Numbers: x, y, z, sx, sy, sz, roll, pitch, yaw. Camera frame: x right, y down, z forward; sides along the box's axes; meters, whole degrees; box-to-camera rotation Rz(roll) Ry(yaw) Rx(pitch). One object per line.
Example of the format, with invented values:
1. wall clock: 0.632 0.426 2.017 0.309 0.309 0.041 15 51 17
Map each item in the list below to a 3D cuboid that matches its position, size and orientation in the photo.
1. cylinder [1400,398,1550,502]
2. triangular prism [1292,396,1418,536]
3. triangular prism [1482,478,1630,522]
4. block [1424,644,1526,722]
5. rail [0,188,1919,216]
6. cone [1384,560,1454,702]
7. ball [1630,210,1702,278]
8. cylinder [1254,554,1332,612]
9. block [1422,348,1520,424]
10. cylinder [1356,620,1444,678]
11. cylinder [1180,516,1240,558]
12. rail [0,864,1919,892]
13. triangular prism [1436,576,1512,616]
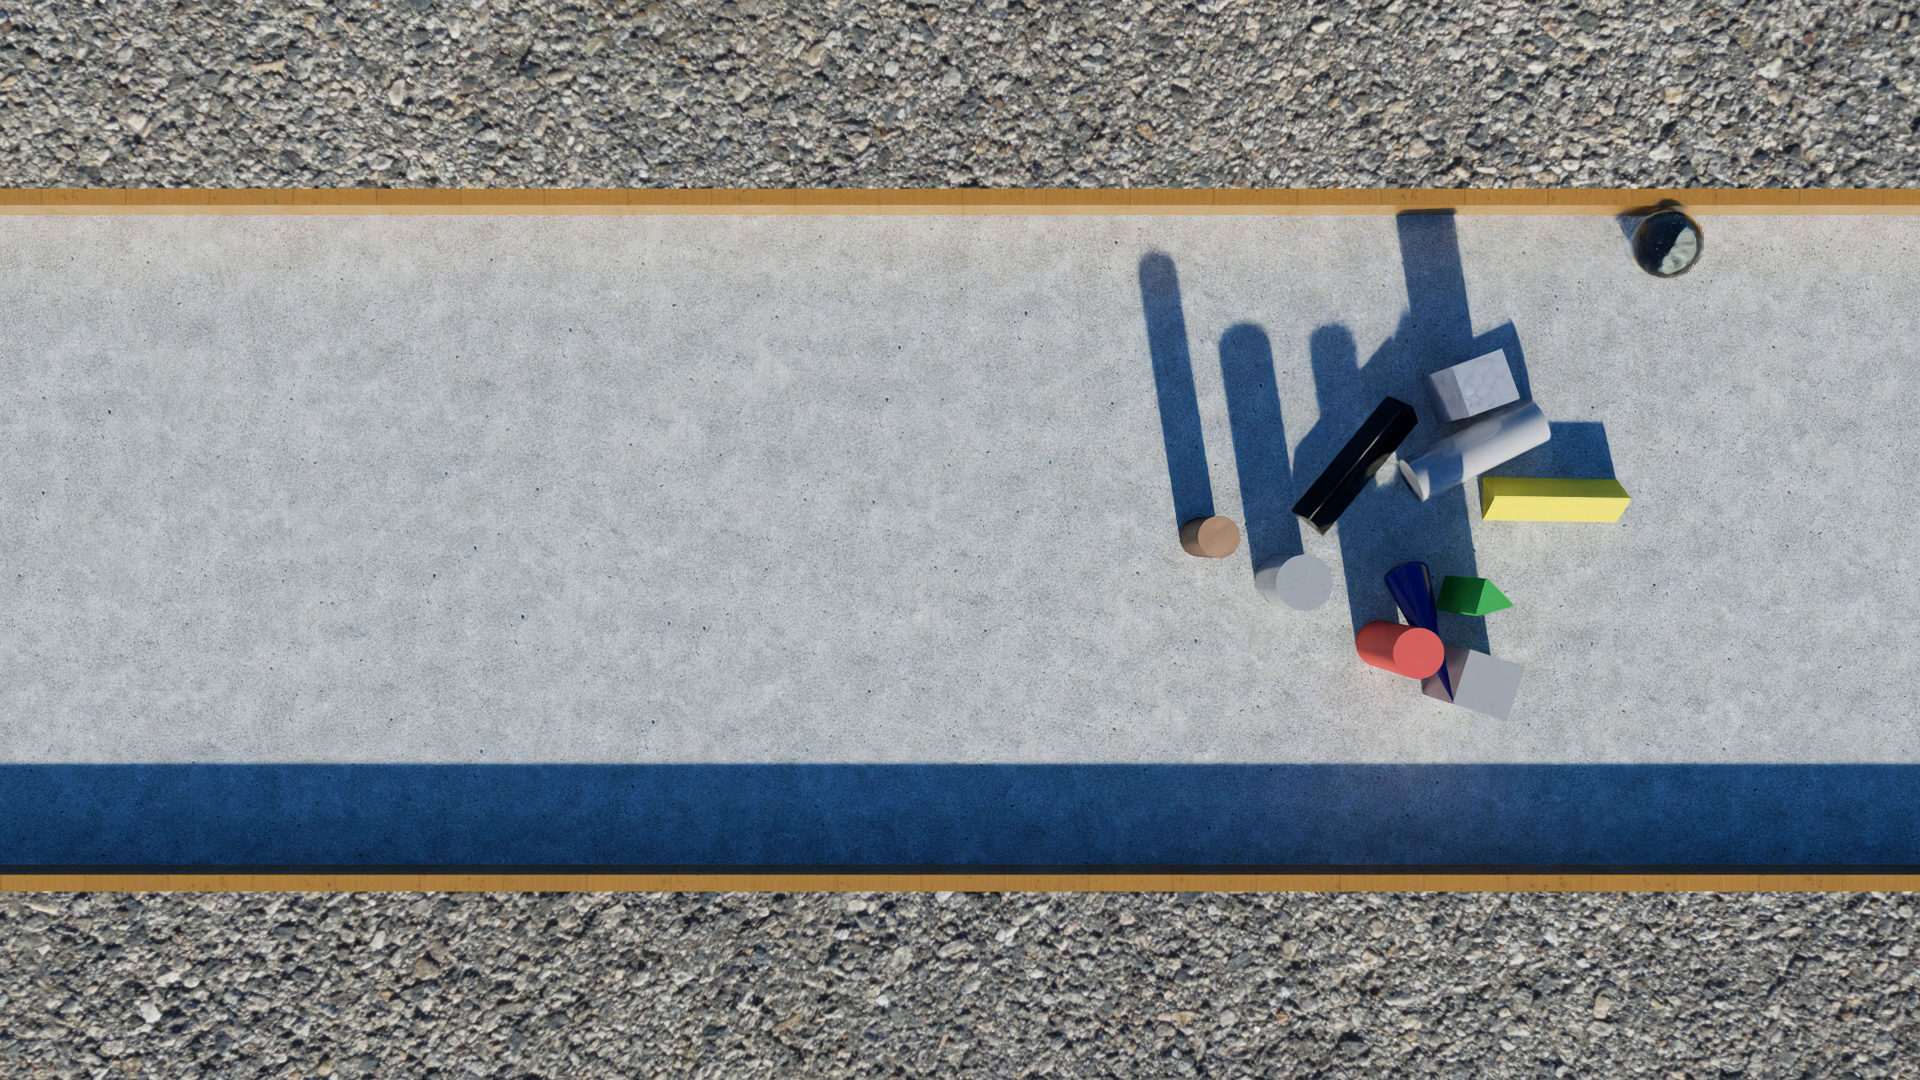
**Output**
1. cylinder: 1.561 -0.272 5.005 0.425 0.143 0.143 -26 90 0
2. triangular prism: 1.215 -0.227 5.020 0.124 0.107 0.459 40 90 0
3. triangular prism: 1.813 -0.125 5.018 0.409 0.112 0.129 1 90 0
4. block: 1.530 0.421 4.924 0.168 0.305 0.168 18 90 0
5. rail: -2.247 -1.025 5.002 12.000 0.150 0.050 0 90 0
6. cone: 1.392 0.288 4.892 0.138 0.138 0.455 -11 56 0
7. ball: 2.130 -0.892 4.976 0.202 0.202 0.202 0 90 0
8. cylinder: 0.989 0.123 4.906 0.164 0.341 0.164 0 90 0
9. block: 1.516 -0.454 4.915 0.153 0.323 0.153 -20 90 0
10. cylinder: 1.290 0.319 4.857 0.144 0.439 0.144 0 90 0
11. cylinder: 0.736 -0.009 4.880 0.121 0.393 0.121 0 90 0
12. rail: -2.247 1.025 5.001 12.000 0.150 0.050 0 90 0
13. triangular prism: 1.507 0.155 4.879 0.108 0.395 0.094 -15 90 0
